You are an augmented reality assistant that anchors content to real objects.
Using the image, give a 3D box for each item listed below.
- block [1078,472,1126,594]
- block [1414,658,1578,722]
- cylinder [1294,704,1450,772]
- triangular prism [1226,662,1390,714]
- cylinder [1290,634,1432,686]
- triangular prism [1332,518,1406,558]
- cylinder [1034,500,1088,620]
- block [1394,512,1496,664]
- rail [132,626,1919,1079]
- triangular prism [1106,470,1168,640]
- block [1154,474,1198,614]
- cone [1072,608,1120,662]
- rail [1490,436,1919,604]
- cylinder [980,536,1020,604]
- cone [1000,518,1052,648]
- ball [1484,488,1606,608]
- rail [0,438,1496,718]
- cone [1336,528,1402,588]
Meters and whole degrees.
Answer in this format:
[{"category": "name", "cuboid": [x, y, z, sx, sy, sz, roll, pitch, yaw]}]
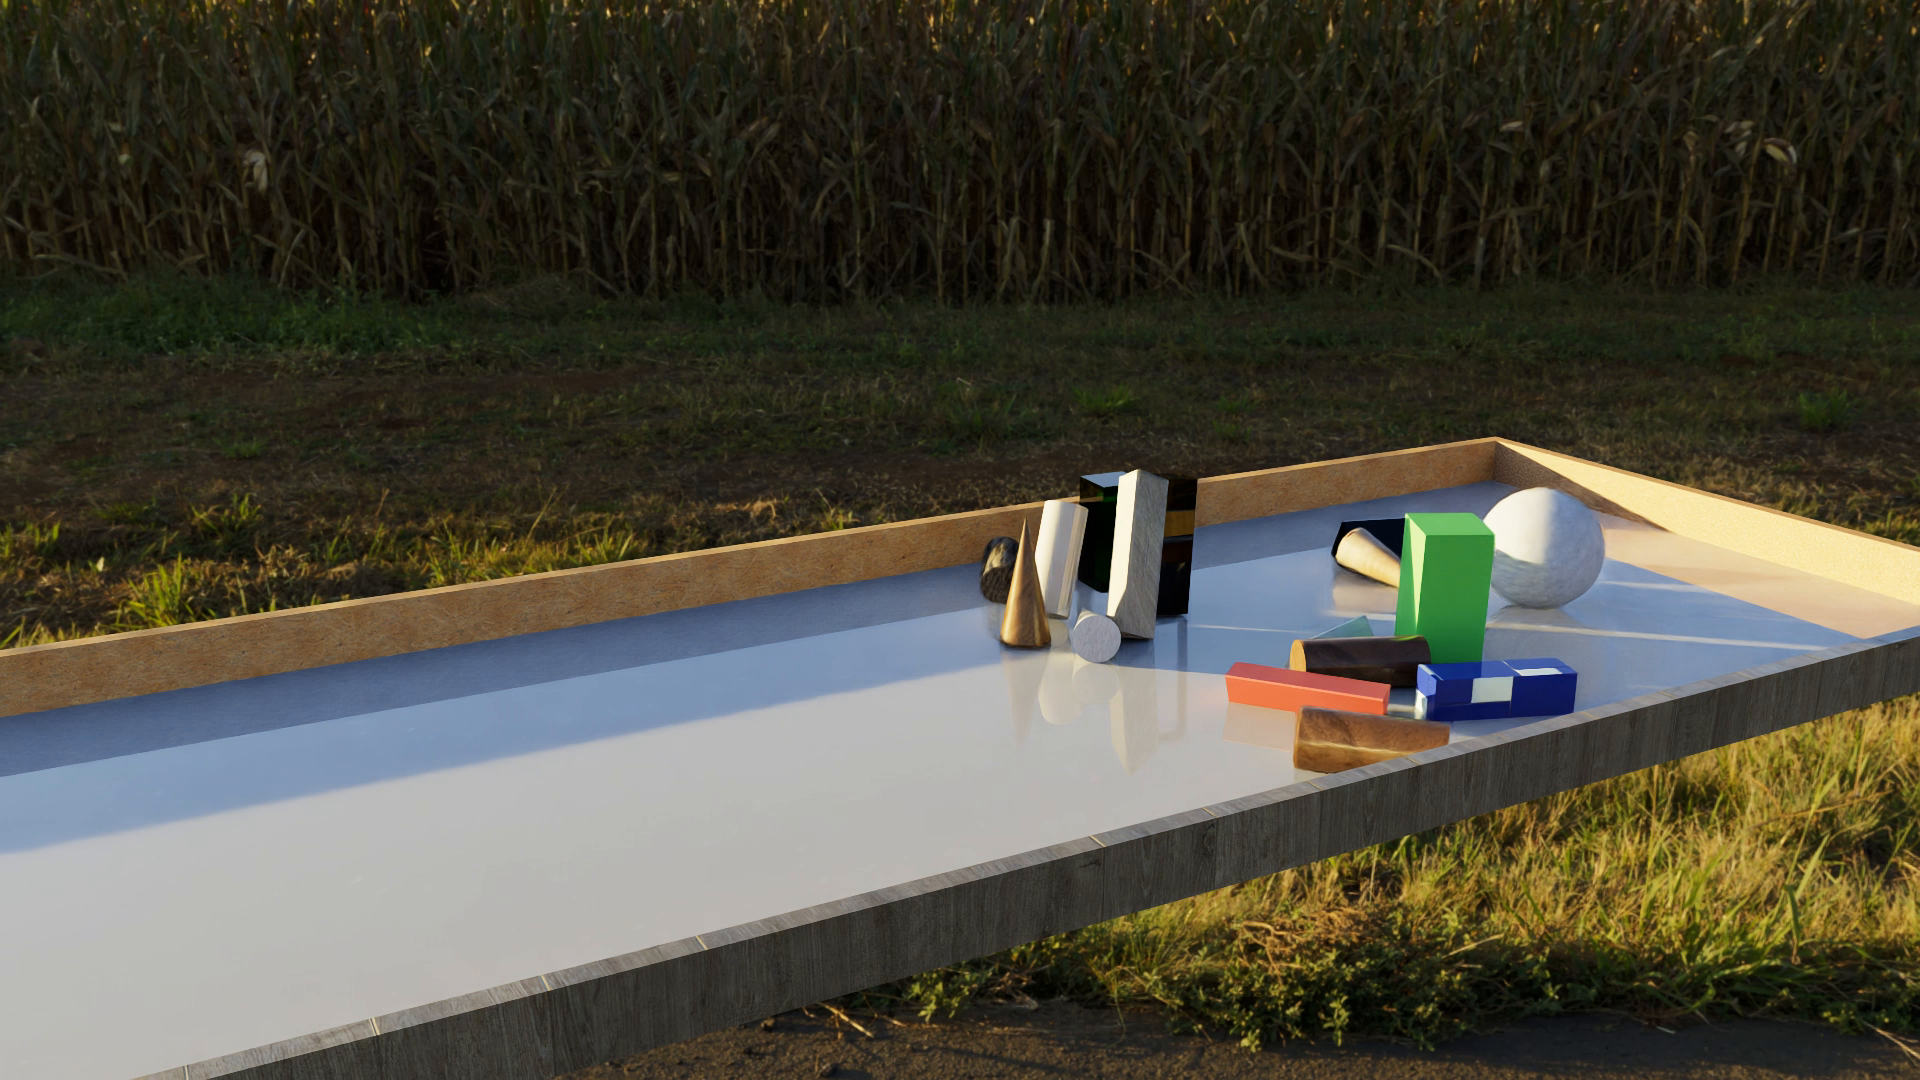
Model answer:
[{"category": "block", "cuboid": [0.448, -0.024, 4.870, 0.143, 0.320, 0.143, -7, 18, -23]}, {"category": "block", "cuboid": [1.282, 0.358, 3.950, 0.353, 0.105, 0.105, -2, 17, -8]}, {"category": "cylinder", "cuboid": [0.896, 0.447, 3.588, 0.317, 0.139, 0.139, 6, 17, 18]}, {"category": "triangular prism", "cuboid": [0.831, 0.351, 3.936, 0.373, 0.098, 0.085, 7, 49, 24]}, {"category": "cylinder", "cuboid": [0.993, 0.304, 4.095, 0.317, 0.125, 0.125, -2, 16, -6]}, {"category": "triangular prism", "cuboid": [1.366, -0.009, 5.147, 0.373, 0.127, 0.146, -3, 17, -11]}, {"category": "cylinder", "cuboid": [0.268, 0.056, 4.574, 0.124, 0.310, 0.124, 11, -9, 2]}, {"category": "block", "cuboid": [1.257, 0.125, 4.291, 0.178, 0.352, 0.178, 0, 19, -2]}, {"category": "rail", "cuboid": [-2.336, 1.006, 1.665, 12.000, 0.150, 0.050, -9, 18, -27]}, {"category": "triangular prism", "cuboid": [0.458, 0.041, 4.465, 0.116, 0.439, 0.133, -2, -13, 44]}, {"category": "block", "cuboid": [0.578, 0.010, 4.618, 0.110, 0.381, 0.110, -1, 11, -18]}, {"category": "cone", "cuboid": [0.350, 0.224, 4.483, 0.126, 0.126, 0.447, 0, 8, -1]}, {"category": "rail", "cuboid": [2.466, -0.048, 5.253, 0.050, 0.150, 2.100, -9, 18, -27]}, {"category": "cylinder", "cuboid": [0.124, 0.086, 4.859, 0.114, 0.114, 0.306, 1, 16, 3]}, {"category": "cone", "cuboid": [0.175, 0.099, 4.387, 0.141, 0.346, 0.141, 0, 13, 0]}, {"category": "ball", "cuboid": [1.642, 0.023, 4.667, 0.343, 0.343, 0.343, 0, 16, 0]}, {"category": "rail", "cuboid": [-3.305, 0.497, 3.399, 12.000, 0.150, 0.050, -9, 18, -27]}, {"category": "cone", "cuboid": [1.313, 0.112, 4.851, 0.138, 0.138, 0.444, -10, 28, -30]}]
